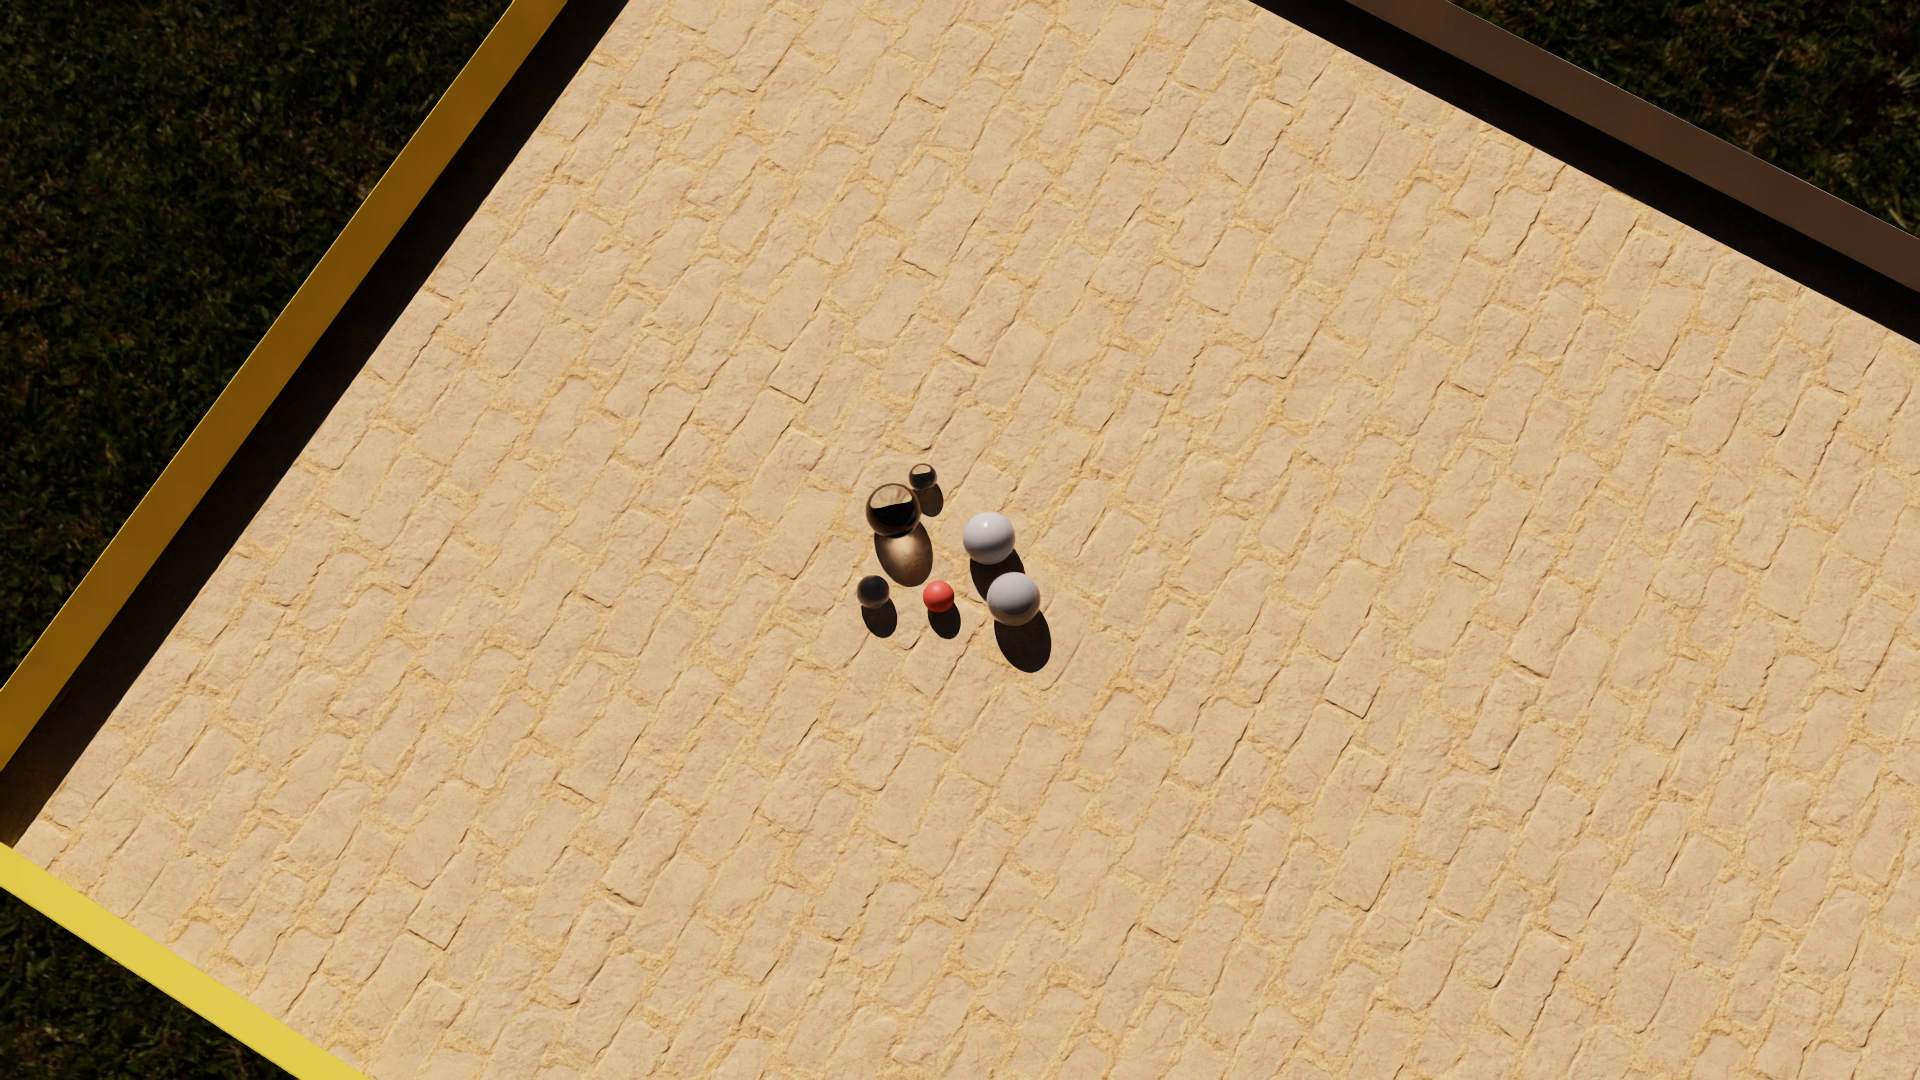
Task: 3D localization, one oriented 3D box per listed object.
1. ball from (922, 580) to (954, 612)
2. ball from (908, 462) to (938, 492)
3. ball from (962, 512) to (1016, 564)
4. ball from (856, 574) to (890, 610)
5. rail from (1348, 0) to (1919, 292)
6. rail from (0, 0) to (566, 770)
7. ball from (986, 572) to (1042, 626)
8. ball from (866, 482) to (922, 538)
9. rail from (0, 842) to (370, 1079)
[{"bbox_3d":[-0.033,0.087,3.372,0.049,0.049,0.049,0,73,0],"label":"ball"},{"bbox_3d":[-0.058,-0.098,3.431,0.046,0.046,0.046,0,73,0],"label":"ball"},{"bbox_3d":[0.045,-0.003,3.382,0.082,0.082,0.082,0,73,0],"label":"ball"},{"bbox_3d":[-0.133,0.079,3.372,0.053,0.053,0.053,0,73,0],"label":"ball"},{"bbox_3d":[1.514,-0.422,3.493,4.317,0.120,0.045,30,75,9],"label":"rail"},{"bbox_3d":[-0.907,-0.524,3.524,0.045,0.120,2.342,30,75,9],"label":"rail"},{"bbox_3d":[0.082,0.090,3.353,0.083,0.083,0.083,0,73,0],"label":"ball"},{"bbox_3d":[-0.103,-0.045,3.393,0.087,0.087,0.087,0,73,0],"label":"ball"},{"bbox_3d":[0.341,1.460,2.905,4.317,0.120,0.045,30,75,9],"label":"rail"}]
